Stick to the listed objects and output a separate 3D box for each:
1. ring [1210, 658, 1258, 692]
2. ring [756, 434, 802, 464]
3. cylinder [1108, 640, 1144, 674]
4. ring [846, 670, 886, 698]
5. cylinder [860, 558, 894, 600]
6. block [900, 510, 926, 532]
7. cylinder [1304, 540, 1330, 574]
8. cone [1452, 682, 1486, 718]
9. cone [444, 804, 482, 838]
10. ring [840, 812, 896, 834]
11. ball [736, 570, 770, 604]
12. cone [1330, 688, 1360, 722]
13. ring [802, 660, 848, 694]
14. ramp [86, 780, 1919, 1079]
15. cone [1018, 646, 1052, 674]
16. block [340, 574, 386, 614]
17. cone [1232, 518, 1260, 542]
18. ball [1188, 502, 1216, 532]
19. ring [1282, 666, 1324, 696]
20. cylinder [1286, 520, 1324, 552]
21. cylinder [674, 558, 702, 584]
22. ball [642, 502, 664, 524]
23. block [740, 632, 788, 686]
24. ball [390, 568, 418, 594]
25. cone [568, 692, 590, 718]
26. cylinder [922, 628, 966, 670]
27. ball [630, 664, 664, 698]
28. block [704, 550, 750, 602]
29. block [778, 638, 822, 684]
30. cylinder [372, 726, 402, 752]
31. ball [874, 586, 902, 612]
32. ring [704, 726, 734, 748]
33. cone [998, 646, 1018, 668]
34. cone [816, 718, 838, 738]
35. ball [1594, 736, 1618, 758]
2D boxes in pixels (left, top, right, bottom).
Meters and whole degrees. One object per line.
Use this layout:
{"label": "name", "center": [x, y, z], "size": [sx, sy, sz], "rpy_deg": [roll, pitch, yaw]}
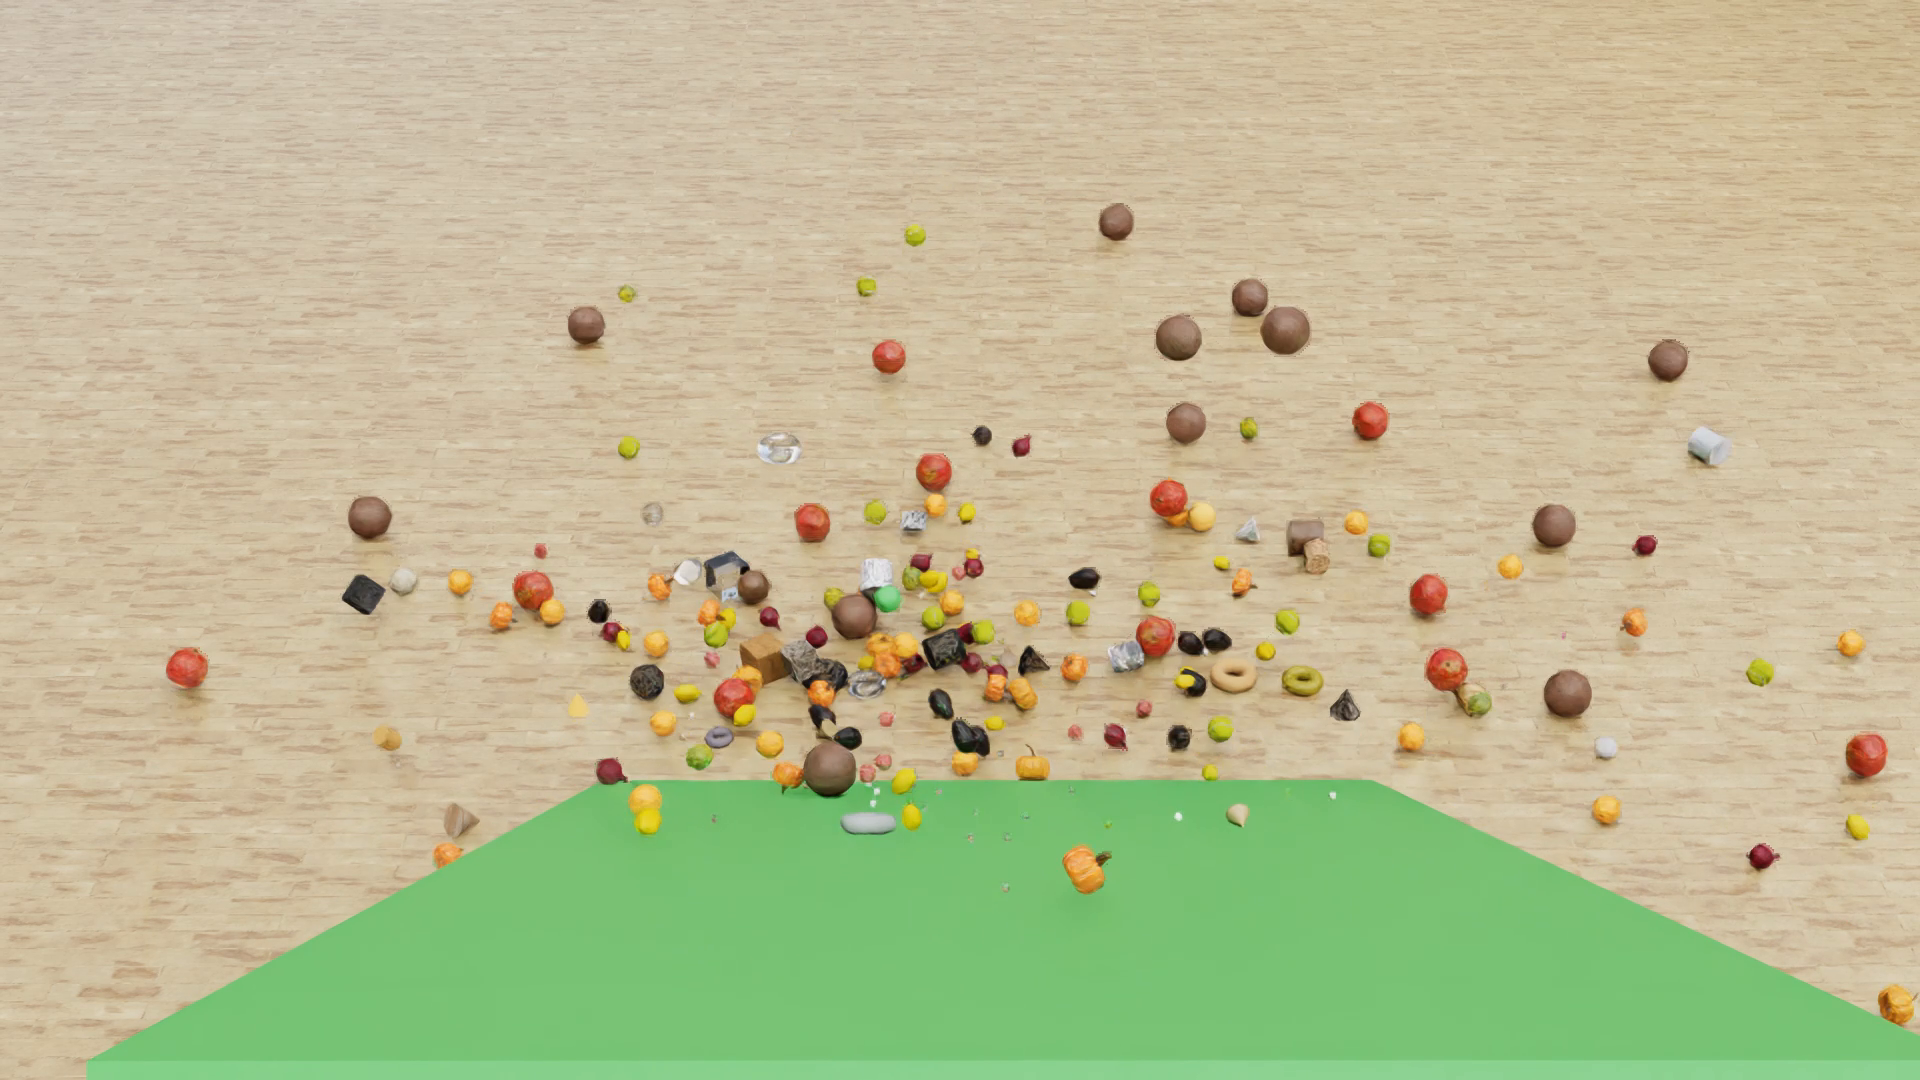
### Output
{"label": "ring", "center": [0.766, 0.377, 7.244], "size": [0.134, 0.045, 0.134], "rpy_deg": [-1, 34, 0]}
{"label": "ring", "center": [-0.575, -0.292, 8.276], "size": [0.147, 0.049, 0.147], "rpy_deg": [0, 34, 0]}
{"label": "cylinder", "center": [0.466, 0.327, 7.253], "size": [0.077, 0.077, 0.077], "rpy_deg": [-17, 29, 18]}
{"label": "ring", "center": [-0.261, 0.400, 7.215], "size": [0.112, 0.037, 0.112], "rpy_deg": [-1, 33, 1]}
{"label": "cylinder", "center": [-0.240, 0.115, 7.482], "size": [0.094, 0.094, 0.094], "rpy_deg": [2, 64, 3]}
{"label": "block", "center": [-0.142, -0.057, 7.875], "size": [0.055, 0.055, 0.055], "rpy_deg": [0, -9, 26]}
{"label": "cylinder", "center": [1.062, 0.050, 7.718], "size": [0.075, 0.075, 0.075], "rpy_deg": [1, 37, 1]}
{"label": "cone", "center": [1.400, 0.453, 7.130], "size": [0.090, 0.090, 0.090], "rpy_deg": [3, 60, 4]}
{"label": "cone", "center": [-1.274, 0.726, 6.709], "size": [0.087, 0.087, 0.087], "rpy_deg": [7, 21, -44]}
{"label": "ring", "center": [-0.187, 0.580, 5.305], "size": [0.115, 0.038, 0.115], "rpy_deg": [0, 0, 0]}
{"label": "ball", "center": [-0.603, 0.136, 7.564], "size": [0.096, 0.096, 0.096], "rpy_deg": [0, 33, 0]}
{"label": "cone", "center": [1.057, 0.440, 7.111], "size": [0.083, 0.083, 0.083], "rpy_deg": [0, 33, 0]}
{"label": "ring", "center": [-0.379, 0.381, 7.237], "size": [0.131, 0.044, 0.131], "rpy_deg": [-3, 35, 2]}
{"label": "ramp", "center": [0.073, 0.638, 4.749], "size": [2.000, 0.100, 4.000], "rpy_deg": [0, -1, 0]}
{"label": "cone", "center": [0.221, 0.350, 7.290], "size": [0.083, 0.083, 0.083], "rpy_deg": [20, 28, -19]}
{"label": "block", "center": [-1.710, 0.156, 7.434], "size": [0.080, 0.080, 0.080], "rpy_deg": [-6, 50, 61]}
{"label": "cone", "center": [0.861, -0.021, 7.857], "size": [0.078, 0.078, 0.078], "rpy_deg": [-18, 31, 12]}
{"label": "ball", "center": [0.737, -0.071, 7.898], "size": [0.087, 0.087, 0.087], "rpy_deg": [0, 33, 0]}
{"label": "ring", "center": [0.953, 0.392, 7.226], "size": [0.117, 0.039, 0.117], "rpy_deg": [1, 33, -1]}
{"label": "cylinder", "center": [1.038, -0.011, 7.794], "size": [0.099, 0.099, 0.099], "rpy_deg": [-1, 33, -1]}
{"label": "cylinder", "center": [-0.800, 0.092, 7.627], "size": [0.068, 0.068, 0.068], "rpy_deg": [-19, -3, -26]}
{"label": "ball", "center": [-0.938, -0.080, 7.932], "size": [0.066, 0.066, 0.066], "rpy_deg": [0, 33, 0]}
{"label": "block", "center": [-0.548, 0.334, 7.263], "size": [0.096, 0.096, 0.096], "rpy_deg": [-21, 39, -29]}
{"label": "ball", "center": [-1.632, 0.120, 7.608], "size": [0.081, 0.081, 0.081], "rpy_deg": [0, 33, 0]}
{"label": "cone", "center": [-1.050, 0.444, 7.124], "size": [0.063, 0.063, 0.063], "rpy_deg": [0, 33, 0]}
{"label": "cylinder", "center": [-0.044, 0.306, 7.256], "size": [0.091, 0.091, 0.091], "rpy_deg": [-22, 38, -16]}
{"label": "ball", "center": [-0.865, 0.390, 7.175], "size": [0.096, 0.096, 0.096], "rpy_deg": [0, 33, 0]}
{"label": "block", "center": [-0.683, 0.107, 7.616], "size": [0.095, 0.095, 0.095], "rpy_deg": [-21, 38, -29]}
{"label": "block", "center": [-0.444, 0.334, 7.211], "size": [0.079, 0.079, 0.079], "rpy_deg": [-28, 31, -18]}
{"label": "cylinder", "center": [-1.529, 0.530, 6.923], "size": [0.055, 0.055, 0.055], "rpy_deg": [-12, 62, 24]}
{"label": "ball", "center": [-0.206, 0.168, 7.394], "size": [0.077, 0.077, 0.077], "rpy_deg": [0, 33, 0]}
{"label": "ring", "center": [-0.652, 0.534, 7.019], "size": [0.078, 0.026, 0.078], "rpy_deg": [-1, 33, 1]}
{"label": "cone", "center": [0.136, 0.319, 7.321], "size": [0.058, 0.058, 0.058], "rpy_deg": [0, 33, 0]}
{"label": "cone", "center": [-0.373, 0.525, 7.019], "size": [0.060, 0.060, 0.060], "rpy_deg": [-35, 20, 28]}
{"label": "ball", "center": [1.733, 0.556, 6.953], "size": [0.060, 0.060, 0.060], "rpy_deg": [0, 33, 0]}
